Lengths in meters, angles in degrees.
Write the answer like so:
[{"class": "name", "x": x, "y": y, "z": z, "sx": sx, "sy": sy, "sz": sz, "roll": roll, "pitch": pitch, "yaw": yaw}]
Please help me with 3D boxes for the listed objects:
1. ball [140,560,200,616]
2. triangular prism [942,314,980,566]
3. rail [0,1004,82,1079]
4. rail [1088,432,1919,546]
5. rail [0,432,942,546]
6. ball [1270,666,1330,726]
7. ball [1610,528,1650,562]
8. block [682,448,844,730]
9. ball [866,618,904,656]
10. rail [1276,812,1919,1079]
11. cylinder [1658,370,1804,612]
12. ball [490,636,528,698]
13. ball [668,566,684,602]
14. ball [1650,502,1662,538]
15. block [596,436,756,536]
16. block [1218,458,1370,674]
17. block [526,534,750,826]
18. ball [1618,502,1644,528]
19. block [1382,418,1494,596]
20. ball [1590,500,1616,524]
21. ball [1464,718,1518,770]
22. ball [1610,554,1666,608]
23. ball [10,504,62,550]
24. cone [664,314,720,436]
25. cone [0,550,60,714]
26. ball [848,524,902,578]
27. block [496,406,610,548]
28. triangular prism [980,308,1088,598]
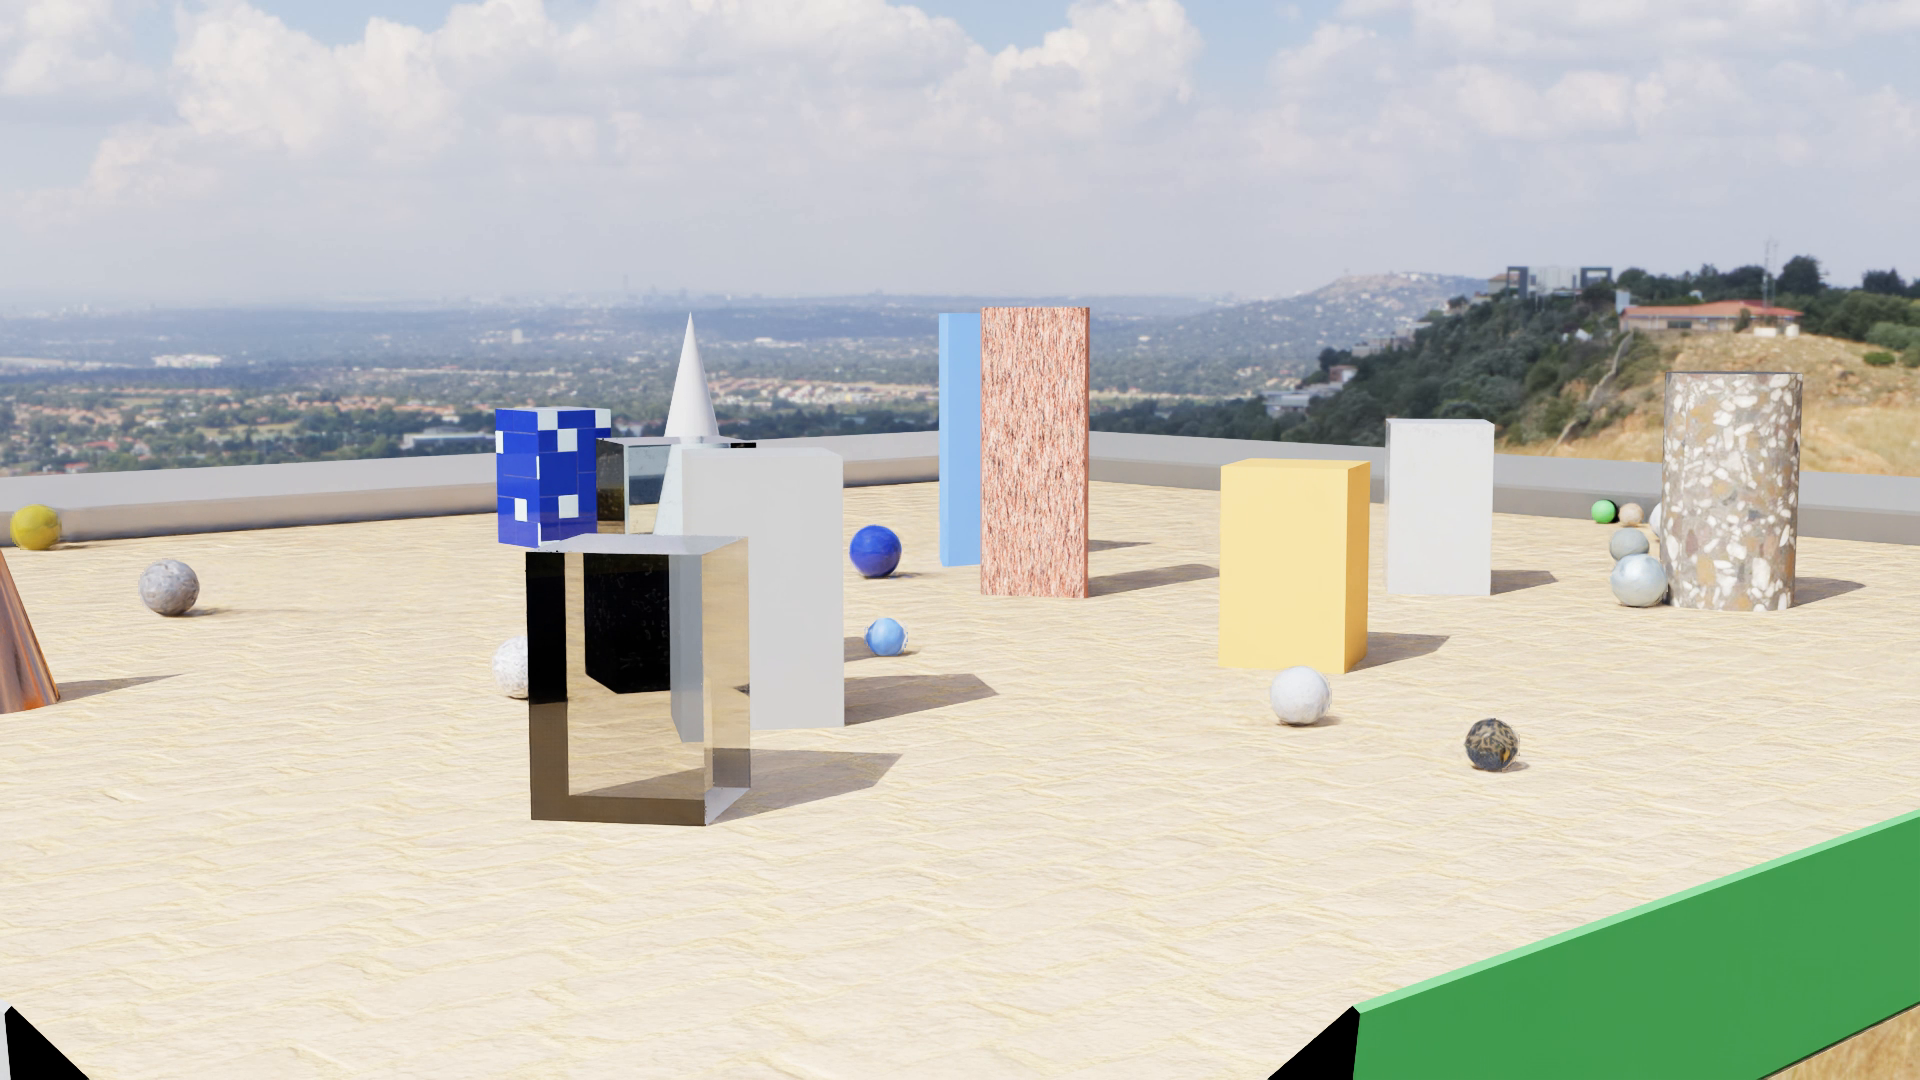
[{"class": "ball", "x": -1.154, "y": 0.070, "z": 3.211, "sx": 0.082, "sy": 0.082, "sz": 0.082, "roll": 0, "pitch": 6, "yaw": 0}, {"class": "triangular prism", "x": 0.006, "y": -0.183, "z": 3.914, "sx": 0.171, "sy": 0.439, "sz": 0.148, "roll": -4, "pitch": 7, "yaw": -33}, {"class": "rail", "x": -1.383, "y": 0.166, "z": 2.063, "sx": 0.045, "sy": 0.128, "sz": 3.684, "roll": -5, "pitch": 8, "yaw": -42}, {"class": "rail", "x": 1.383, "y": -0.099, "z": 4.601, "sx": 0.045, "sy": 0.128, "sz": 3.684, "roll": -5, "pitch": 8, "yaw": -42}, {"class": "rail", "x": -1.233, "y": -0.106, "z": 4.661, "sx": 3.810, "sy": 0.128, "sz": 0.045, "roll": -5, "pitch": 8, "yaw": -42}, {"class": "ball", "x": 0.365, "y": 0.167, "z": 2.365, "sx": 0.064, "sy": 0.064, "sz": 0.064, "roll": 0, "pitch": 6, "yaw": 0}, {"class": "ball", "x": 1.165, "y": 0.013, "z": 3.827, "sx": 0.067, "sy": 0.067, "sz": 0.067, "roll": 0, "pitch": 6, "yaw": 0}, {"class": "block", "x": -0.217, "y": 0.050, "z": 2.403, "sx": 0.158, "sy": 0.291, "sz": 0.158, "roll": -1, "pitch": 6, "yaw": -11}, {"class": "ball", "x": -0.096, "y": 0.125, "z": 2.838, "sx": 0.050, "sy": 0.050, "sz": 0.050, "roll": 0, "pitch": 6, "yaw": 0}, {"class": "rail", "x": 1.233, "y": 0.172, "z": 2.003, "sx": 3.810, "sy": 0.128, "sz": 0.045, "roll": -5, "pitch": 8, "yaw": -42}, {"class": "cylinder", "x": 1.169, "y": -0.078, "z": 3.340, "sx": 0.197, "sy": 0.350, "sz": 0.197, "roll": 0, "pitch": 6, "yaw": 0}, {"class": "ball", "x": -0.504, "y": 0.146, "z": 2.532, "sx": 0.071, "sy": 0.071, "sz": 0.071, "roll": 0, "pitch": 6, "yaw": 0}, {"class": "ball", "x": -0.417, "y": 0.067, "z": 3.362, "sx": 0.057, "sy": 0.057, "sz": 0.057, "roll": 0, "pitch": 6, "yaw": 0}, {"class": "ball", "x": 1.369, "y": -0.036, "z": 4.224, "sx": 0.084, "sy": 0.084, "sz": 0.084, "roll": 0, "pitch": 6, "yaw": 0}, {"class": "block", "x": -0.348, "y": 0.021, "z": 2.700, "sx": 0.158, "sy": 0.286, "sz": 0.158, "roll": -3, "pitch": 6, "yaw": -23}, {"class": "block", "x": 0.426, "y": 0.029, "z": 2.789, "sx": 0.158, "sy": 0.252, "sz": 0.158, "roll": 2, "pitch": 6, "yaw": 20}, {"class": "block", "x": -0.286, "y": 0.121, "z": 1.979, "sx": 0.158, "sy": 0.237, "sz": 0.158, "roll": 1, "pitch": 6, "yaw": 9}, {"class": "ball", "x": 1.382, "y": -0.052, "z": 4.528, "sx": 0.050, "sy": 0.050, "sz": 0.050, "roll": 0, "pitch": 6, "yaw": 0}, {"class": "block", "x": 0.762, "y": -0.055, "z": 3.513, "sx": 0.158, "sy": 0.268, "sz": 0.158, "roll": 1, "pitch": 6, "yaw": 8}, {"class": "ball", "x": 1.347, "y": -0.059, "z": 4.605, "sx": 0.049, "sy": 0.049, "sz": 0.049, "roll": 0, "pitch": 6, "yaw": 0}, {"class": "ball", "x": 0.515, "y": 0.198, "z": 2.133, "sx": 0.051, "sy": 0.051, "sz": 0.051, "roll": 0, "pitch": 6, "yaw": 0}, {"class": "ball", "x": 1.020, "y": 0.061, "z": 3.307, "sx": 0.081, "sy": 0.081, "sz": 0.081, "roll": 0, "pitch": 6, "yaw": 0}, {"class": "ball", "x": -1.714, "y": -0.024, "z": 4.083, "sx": 0.088, "sy": 0.088, "sz": 0.088, "roll": 0, "pitch": 6, "yaw": 0}, {"class": "cone", "x": -0.462, "y": -0.172, "z": 3.790, "sx": 0.197, "sy": 0.443, "sz": 0.197, "roll": 0, "pitch": 6, "yaw": 0}, {"class": "cone", "x": -1.128, "y": 0.034, "z": 2.484, "sx": 0.197, "sy": 0.306, "sz": 0.197, "roll": 0, "pitch": 6, "yaw": 0}, {"class": "ball", "x": -0.141, "y": 0.019, "z": 3.667, "sx": 0.089, "sy": 0.089, "sz": 0.089, "roll": 0, "pitch": 6, "yaw": 0}, {"class": "block", "x": -0.776, "y": -0.122, "z": 4.205, "sx": 0.158, "sy": 0.257, "sz": 0.158, "roll": -5, "pitch": 8, "yaw": -41}, {"class": "triangular prism", "x": 0.135, "y": -0.143, "z": 3.482, "sx": 0.171, "sy": 0.449, "sz": 0.148, "roll": 2, "pitch": 6, "yaw": 16}]
